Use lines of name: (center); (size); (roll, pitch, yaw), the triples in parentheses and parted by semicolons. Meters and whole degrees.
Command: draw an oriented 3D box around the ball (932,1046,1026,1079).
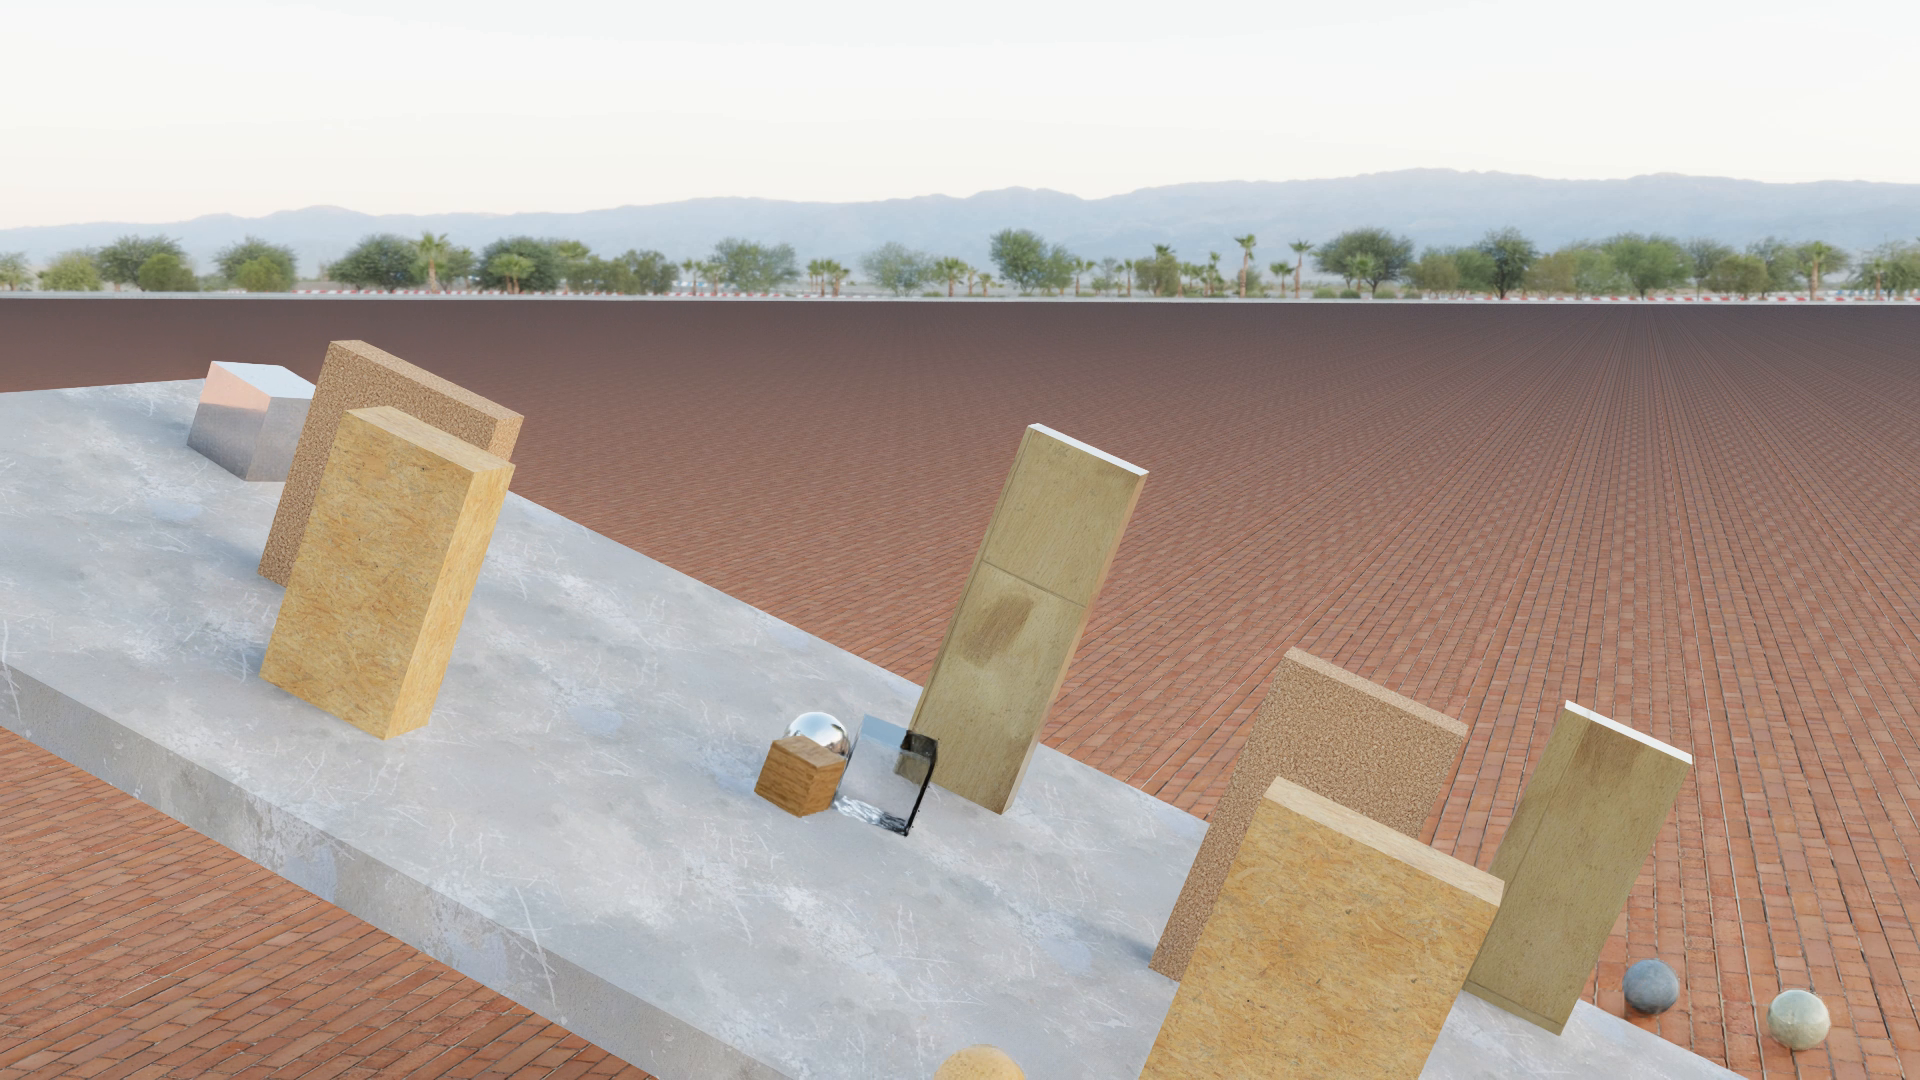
ball: (0.028, 0.797, 3.149); (0.143, 0.143, 0.143); (0, 7, 0)

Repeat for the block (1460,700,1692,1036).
block: (1.240, 0.674, 4.519); (0.266, 0.631, 0.089); (24, 13, 13)

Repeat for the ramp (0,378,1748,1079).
ramp: (-0.308, 0.546, 4.195); (4.000, 0.100, 2.000); (24, 13, 13)

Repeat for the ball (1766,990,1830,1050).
ball: (2.004, 1.147, 5.258); (0.142, 0.142, 0.142); (0, 7, 0)

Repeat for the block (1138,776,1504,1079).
block: (0.491, 0.707, 3.186); (0.353, 0.623, 0.134); (24, 13, 13)

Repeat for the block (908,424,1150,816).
block: (0.122, 0.164, 4.506); (0.250, 0.765, 0.084); (24, 13, 13)

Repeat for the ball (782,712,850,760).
ball: (-0.282, 0.403, 4.296); (0.135, 0.135, 0.135); (0, 7, 0)

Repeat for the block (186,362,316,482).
block: (-1.535, -0.259, 4.846); (0.199, 0.199, 0.199); (28, 14, 26)

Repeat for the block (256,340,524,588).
block: (-1.090, -0.085, 4.200); (0.377, 0.483, 0.100); (24, 13, 13)

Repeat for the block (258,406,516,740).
block: (-0.983, 0.054, 3.769); (0.261, 0.498, 0.141); (24, 13, 13)

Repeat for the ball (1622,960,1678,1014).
ball: (1.731, 1.120, 5.512); (0.135, 0.135, 0.135); (0, 7, 0)

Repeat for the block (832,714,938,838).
block: (-0.145, 0.455, 4.260); (0.154, 0.154, 0.154); (21, 13, -3)

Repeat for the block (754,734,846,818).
block: (-0.301, 0.445, 4.151); (0.107, 0.107, 0.107); (27, 14, 24)

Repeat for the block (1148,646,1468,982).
block: (0.627, 0.558, 3.983); (0.342, 0.639, 0.107); (24, 13, 13)
